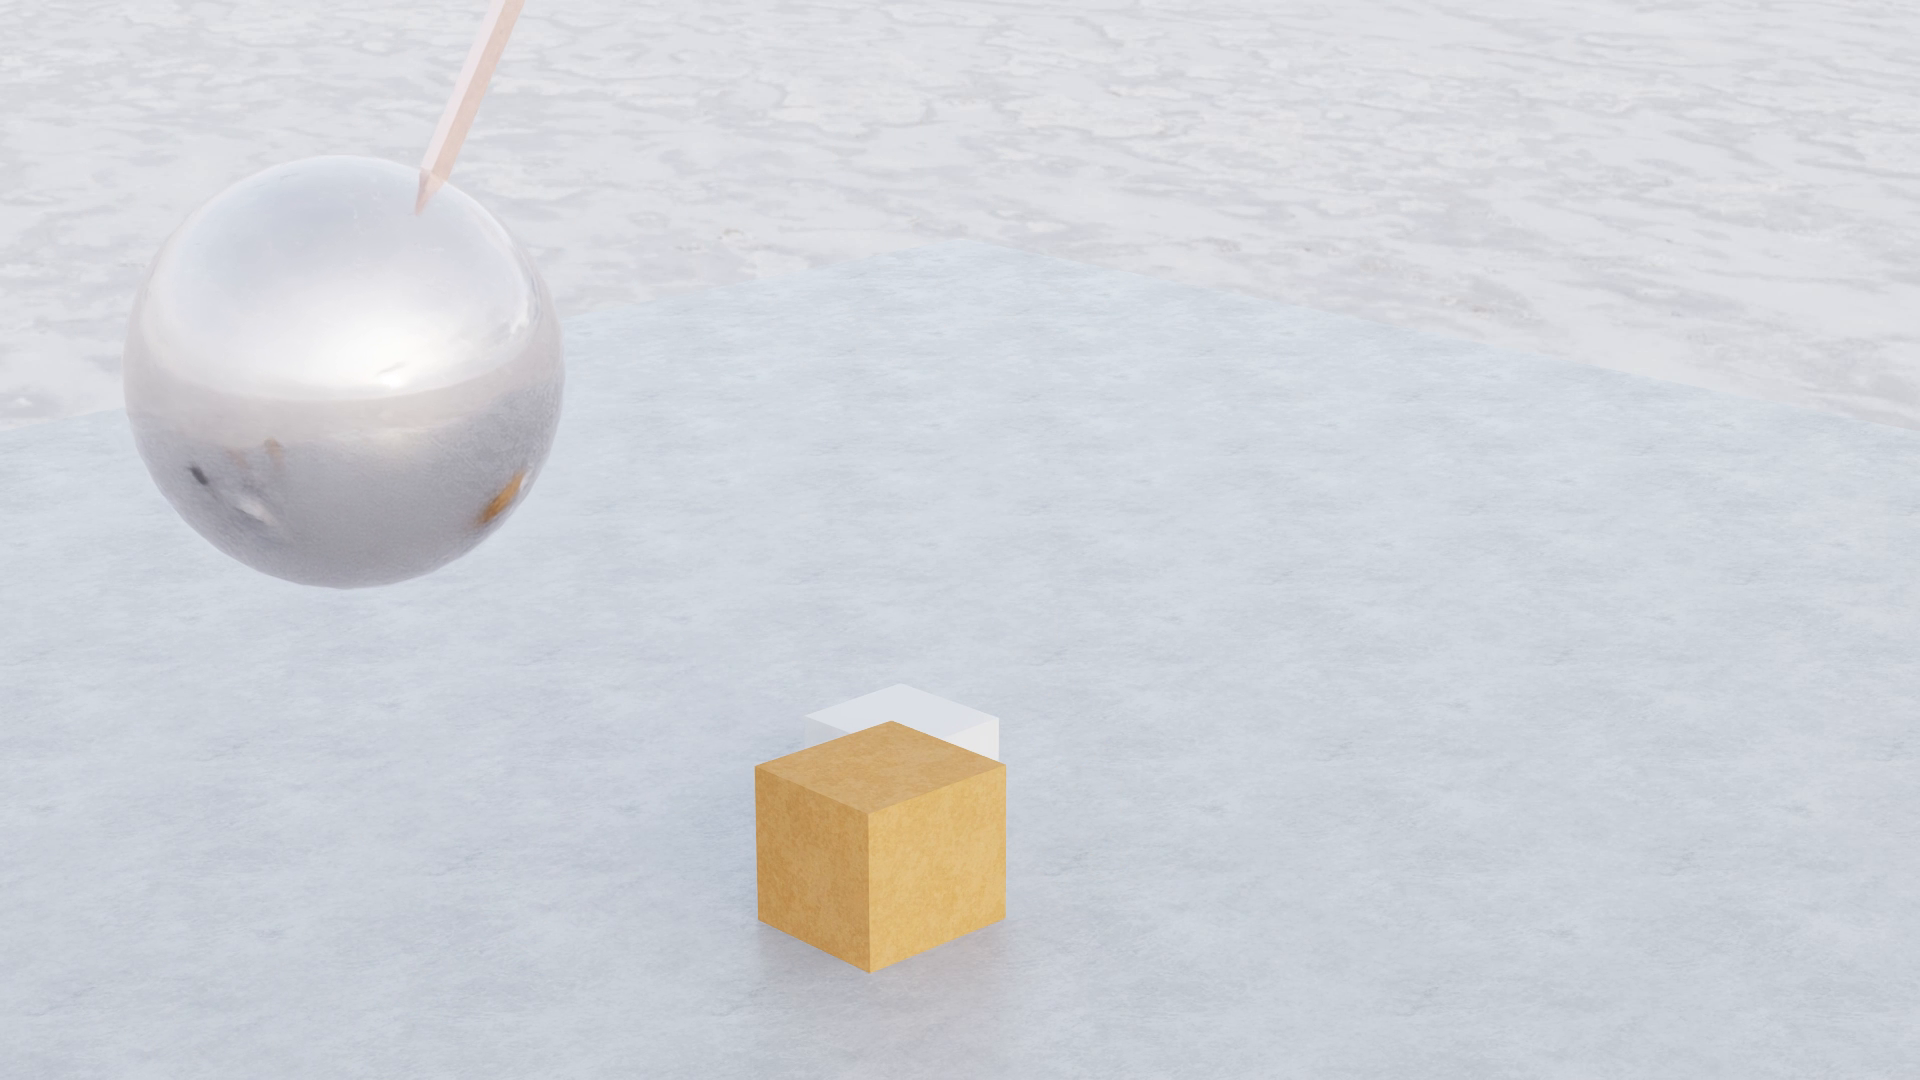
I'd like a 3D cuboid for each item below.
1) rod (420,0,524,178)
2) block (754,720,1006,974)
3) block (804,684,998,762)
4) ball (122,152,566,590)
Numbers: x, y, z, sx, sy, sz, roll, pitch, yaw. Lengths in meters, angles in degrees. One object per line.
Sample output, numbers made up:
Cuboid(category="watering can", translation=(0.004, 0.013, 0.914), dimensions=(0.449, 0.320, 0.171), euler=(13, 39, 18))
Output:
Cuboid(category="rod", translation=(-0.977, -3.749, 11.140), dimensions=(0.080, 5.200, 0.080), euler=(17, -8, 42))
Cuboid(category="block", translation=(-0.346, 1.331, 12.888), dimensions=(0.807, 0.732, 0.744), euler=(-16, 23, -41))
Cuboid(category="block", translation=(-0.277, 1.095, 13.955), dimensions=(0.631, 0.543, 0.670), euler=(-17, 24, -42))
Cuboid(category="ball", translation=(-2.254, -0.618, 10.785), dimensions=(1.600, 1.600, 1.600), euler=(0, 17, 0))
